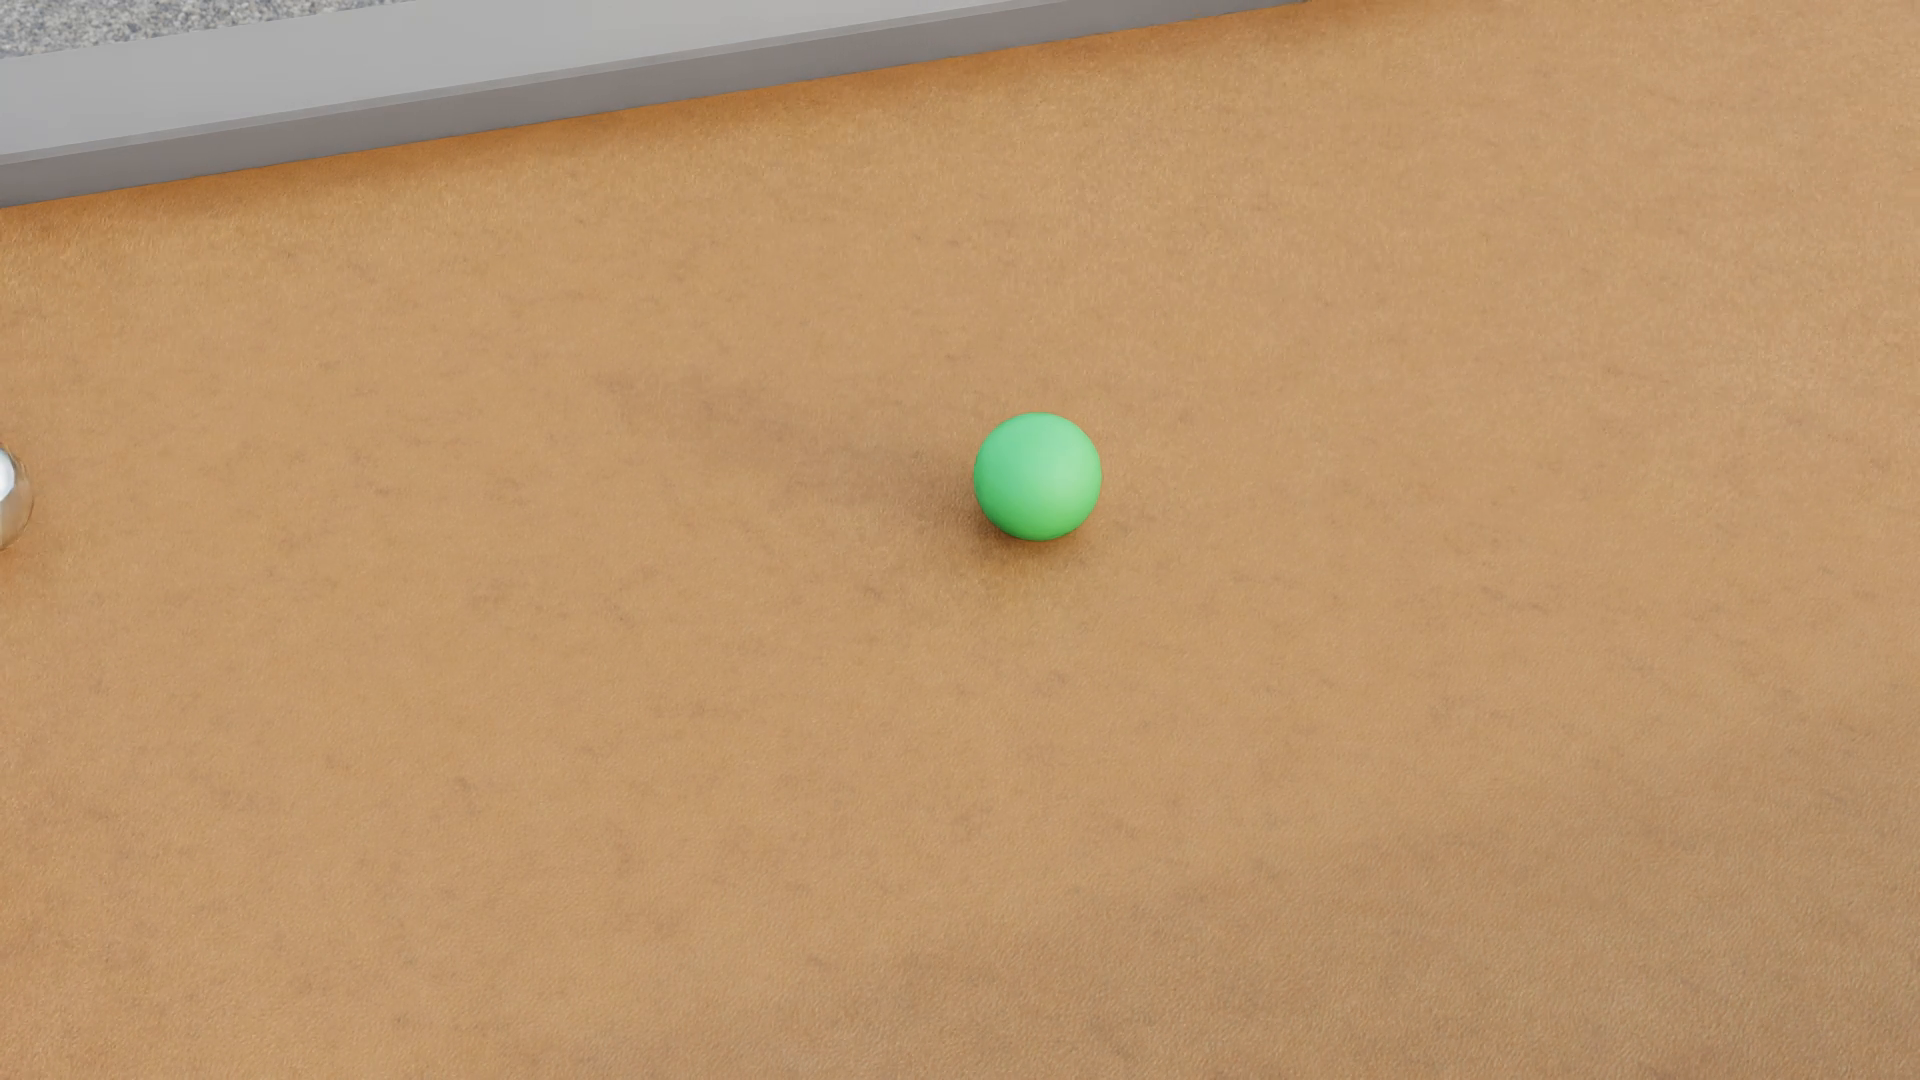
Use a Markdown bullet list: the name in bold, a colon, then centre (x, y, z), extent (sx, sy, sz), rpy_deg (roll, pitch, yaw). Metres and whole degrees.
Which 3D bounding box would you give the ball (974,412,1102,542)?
- **ball**: centre (0.049, -0.040, 1.608), extent (0.081, 0.081, 0.081), rpy_deg (0, 35, 0)

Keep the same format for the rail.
- **rail**: centre (0.360, -0.531, 2.267), extent (2.583, 0.118, 0.045), rpy_deg (-12, 37, -17)

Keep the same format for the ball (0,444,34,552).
- **ball**: centre (-0.616, -0.026, 1.589), extent (0.079, 0.079, 0.079), rpy_deg (0, 35, 0)
